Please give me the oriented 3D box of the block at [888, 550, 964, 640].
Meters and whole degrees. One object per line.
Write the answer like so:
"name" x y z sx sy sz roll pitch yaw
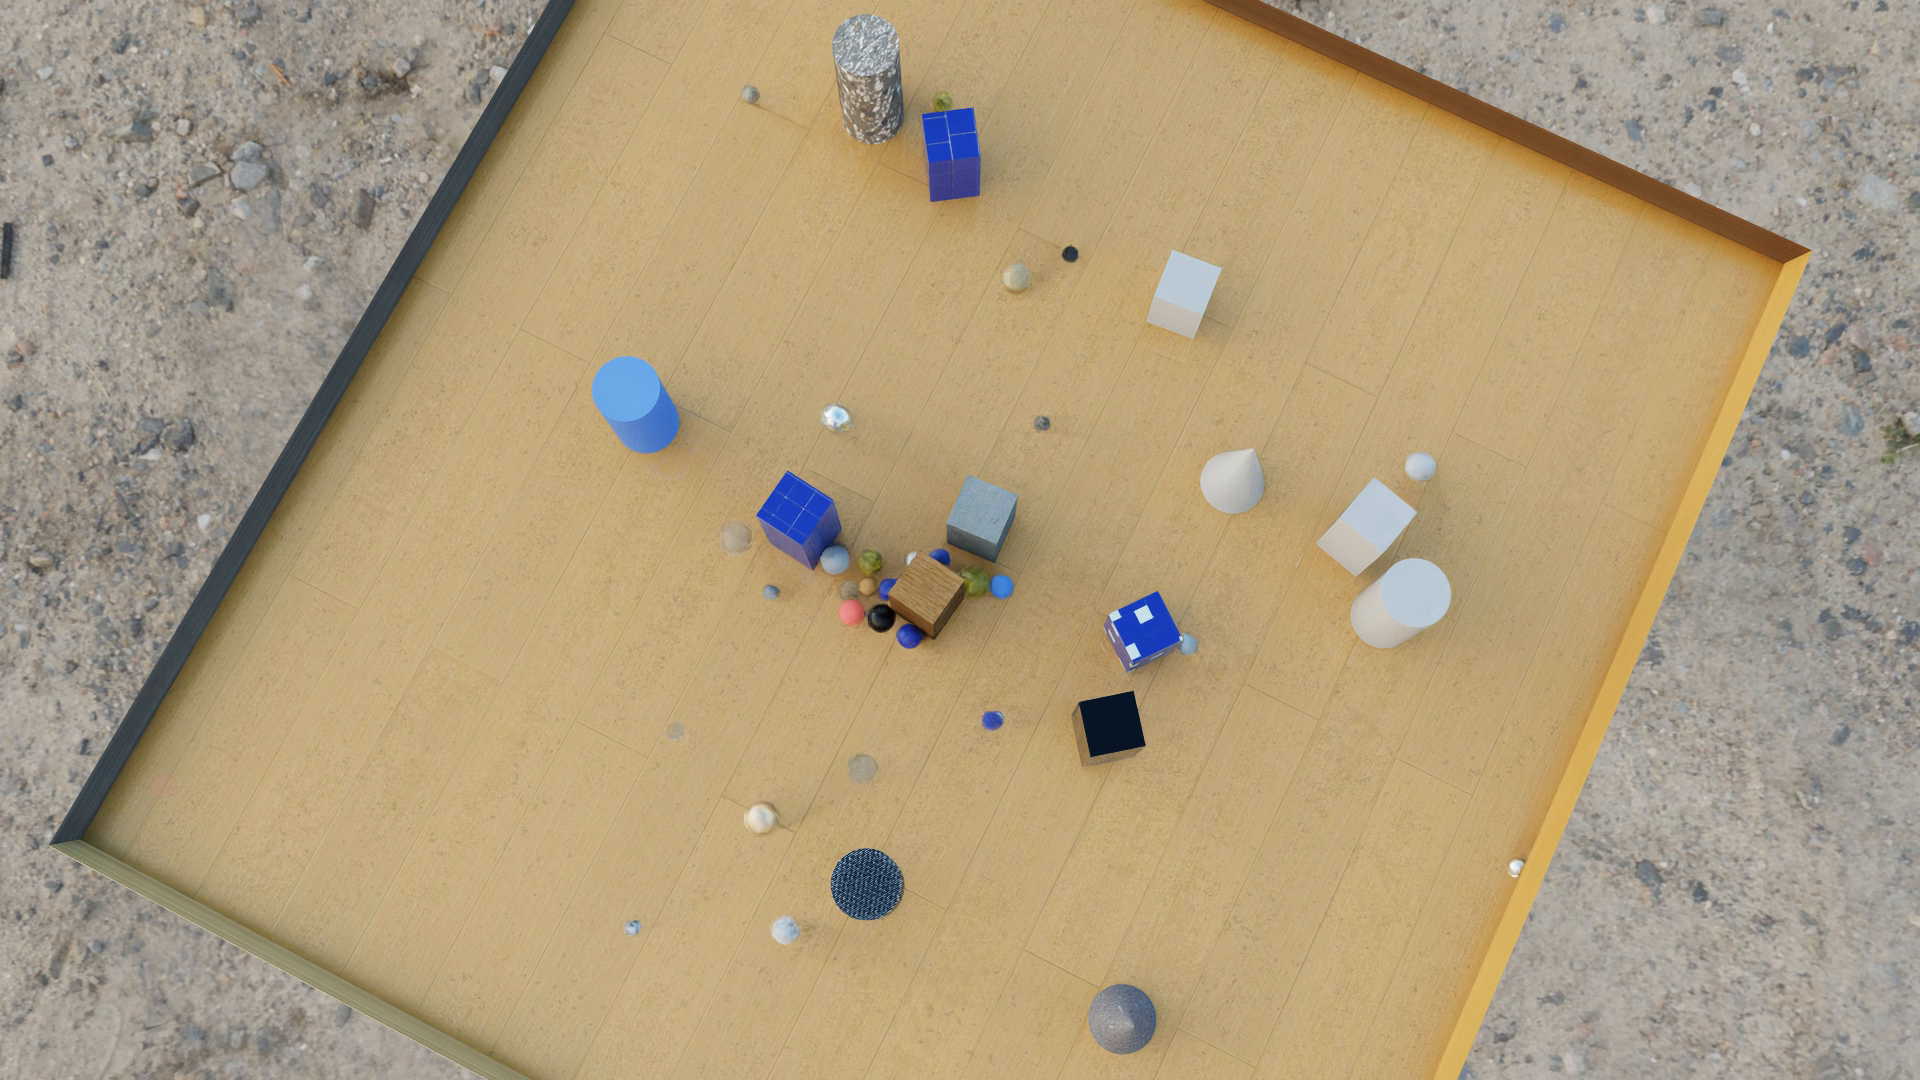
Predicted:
"block" -0.097 0.165 5.431 0.159 0.297 0.159 34 80 7

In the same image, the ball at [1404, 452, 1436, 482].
"ball" 1.410 -0.223 5.616 0.092 0.092 0.092 0 78 0

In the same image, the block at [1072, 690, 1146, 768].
"block" 0.427 0.552 5.317 0.159 0.362 0.159 -11 79 -2

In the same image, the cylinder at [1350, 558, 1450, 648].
"cylinder" 1.286 0.190 5.369 0.198 0.409 0.198 0 78 0

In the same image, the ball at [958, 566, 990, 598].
"ball" 0.040 0.125 5.540 0.098 0.098 0.098 0 78 0

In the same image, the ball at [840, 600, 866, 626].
"ball" -0.324 0.222 5.531 0.078 0.078 0.078 0 78 0

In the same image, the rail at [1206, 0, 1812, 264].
"rail" 0.881 -1.719 5.906 3.908 0.129 0.045 26 80 5

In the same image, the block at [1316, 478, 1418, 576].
"block" 1.201 -0.034 5.436 0.159 0.368 0.159 40 81 8

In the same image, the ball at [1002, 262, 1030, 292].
"ball" 0.175 -0.822 5.740 0.091 0.091 0.091 0 78 0

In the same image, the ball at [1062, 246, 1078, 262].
"ball" 0.347 -0.903 5.778 0.050 0.050 0.050 0 78 0

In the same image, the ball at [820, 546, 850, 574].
"ball" -0.378 0.061 5.558 0.089 0.089 0.089 0 78 0

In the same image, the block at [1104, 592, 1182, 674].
"block" 0.540 0.276 5.438 0.159 0.238 0.159 -25 79 -5

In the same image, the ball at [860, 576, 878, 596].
"ball" -0.277 0.139 5.559 0.057 0.057 0.057 0 78 0

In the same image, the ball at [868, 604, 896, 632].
"ball" -0.236 0.237 5.524 0.086 0.086 0.086 0 78 0

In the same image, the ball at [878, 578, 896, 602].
"ball" -0.211 0.150 5.549 0.072 0.072 0.072 0 78 0

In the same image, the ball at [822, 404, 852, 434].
"ball" -0.379 -0.375 5.646 0.094 0.094 0.094 0 78 0

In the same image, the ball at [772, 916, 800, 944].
"ball" -0.507 1.138 5.340 0.081 0.081 0.081 0 78 0

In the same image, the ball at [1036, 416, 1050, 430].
"ball" 0.257 -0.360 5.668 0.045 0.045 0.045 0 78 0

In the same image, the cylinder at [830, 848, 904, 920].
"cylinder" -0.262 0.990 5.258 0.198 0.300 0.198 0 78 0

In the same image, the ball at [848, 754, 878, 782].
"ball" -0.288 0.677 5.433 0.085 0.085 0.085 0 78 0

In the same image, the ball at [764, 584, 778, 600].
"ball" -0.573 0.159 5.561 0.044 0.044 0.044 0 78 0

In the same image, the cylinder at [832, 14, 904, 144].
"cylinder" -0.279 -1.416 5.661 0.198 0.487 0.198 0 78 0

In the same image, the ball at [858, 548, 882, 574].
"ball" -0.273 0.065 5.564 0.077 0.077 0.077 0 78 0

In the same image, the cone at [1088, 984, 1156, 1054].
"cone" 0.472 1.355 5.144 0.198 0.376 0.198 0 78 0

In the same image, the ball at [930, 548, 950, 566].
"ball" -0.062 0.056 5.574 0.061 0.061 0.061 0 78 0

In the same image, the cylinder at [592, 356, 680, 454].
"cylinder" -0.971 -0.402 5.511 0.198 0.370 0.198 0 78 0

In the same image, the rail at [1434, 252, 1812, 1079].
"rail" 1.726 0.852 5.373 0.045 0.129 3.988 26 80 5

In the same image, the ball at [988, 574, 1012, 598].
"ball" 0.124 0.140 5.551 0.072 0.072 0.072 0 78 0

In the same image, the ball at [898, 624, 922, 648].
"ball" -0.150 0.290 5.518 0.075 0.075 0.075 0 78 0

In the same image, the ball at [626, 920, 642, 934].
"ball" -0.955 1.133 5.360 0.044 0.044 0.044 0 78 0

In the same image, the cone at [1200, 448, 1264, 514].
"cone" 0.841 -0.221 5.449 0.198 0.417 0.198 0 78 0

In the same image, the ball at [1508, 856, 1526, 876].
"ball" 1.639 0.960 5.390 0.055 0.055 0.055 0 78 0

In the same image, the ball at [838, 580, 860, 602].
"ball" -0.337 0.155 5.552 0.064 0.064 0.064 0 78 0

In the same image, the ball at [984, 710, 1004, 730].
"ball" 0.102 0.538 5.475 0.060 0.060 0.060 0 78 0

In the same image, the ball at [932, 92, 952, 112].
"ball" -0.056 -1.405 5.875 0.065 0.065 0.065 0 78 0

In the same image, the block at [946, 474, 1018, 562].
"block" 0.065 -0.060 5.480 0.159 0.291 0.159 23 79 5

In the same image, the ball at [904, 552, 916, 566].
"ball" -0.141 0.066 5.574 0.056 0.056 0.056 0 78 0

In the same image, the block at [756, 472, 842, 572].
"block" -0.472 -0.052 5.426 0.159 0.395 0.159 33 80 6

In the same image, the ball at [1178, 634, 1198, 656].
"ball" 0.686 0.315 5.518 0.066 0.066 0.066 0 78 0

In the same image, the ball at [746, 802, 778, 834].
"ball" -0.583 0.819 5.398 0.096 0.096 0.096 0 78 0

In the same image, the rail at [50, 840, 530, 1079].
"rail" -0.881 1.732 5.191 3.908 0.129 0.045 26 80 5

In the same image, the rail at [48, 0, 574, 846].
"rail" -1.726 -0.838 5.723 0.045 0.129 3.988 26 80 5

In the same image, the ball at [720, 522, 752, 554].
"ball" -0.679 -0.005 5.567 0.099 0.099 0.099 0 78 0

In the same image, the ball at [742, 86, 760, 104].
"ball" -0.672 -1.429 5.883 0.057 0.057 0.057 0 78 0

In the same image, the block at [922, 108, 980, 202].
"block" -0.026 -1.196 5.705 0.159 0.312 0.159 -8 78 -2

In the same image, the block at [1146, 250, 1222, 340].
"block" 0.688 -0.754 5.650 0.159 0.240 0.159 22 79 4

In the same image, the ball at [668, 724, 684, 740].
"ball" -0.849 0.572 5.473 0.050 0.050 0.050 0 78 0
